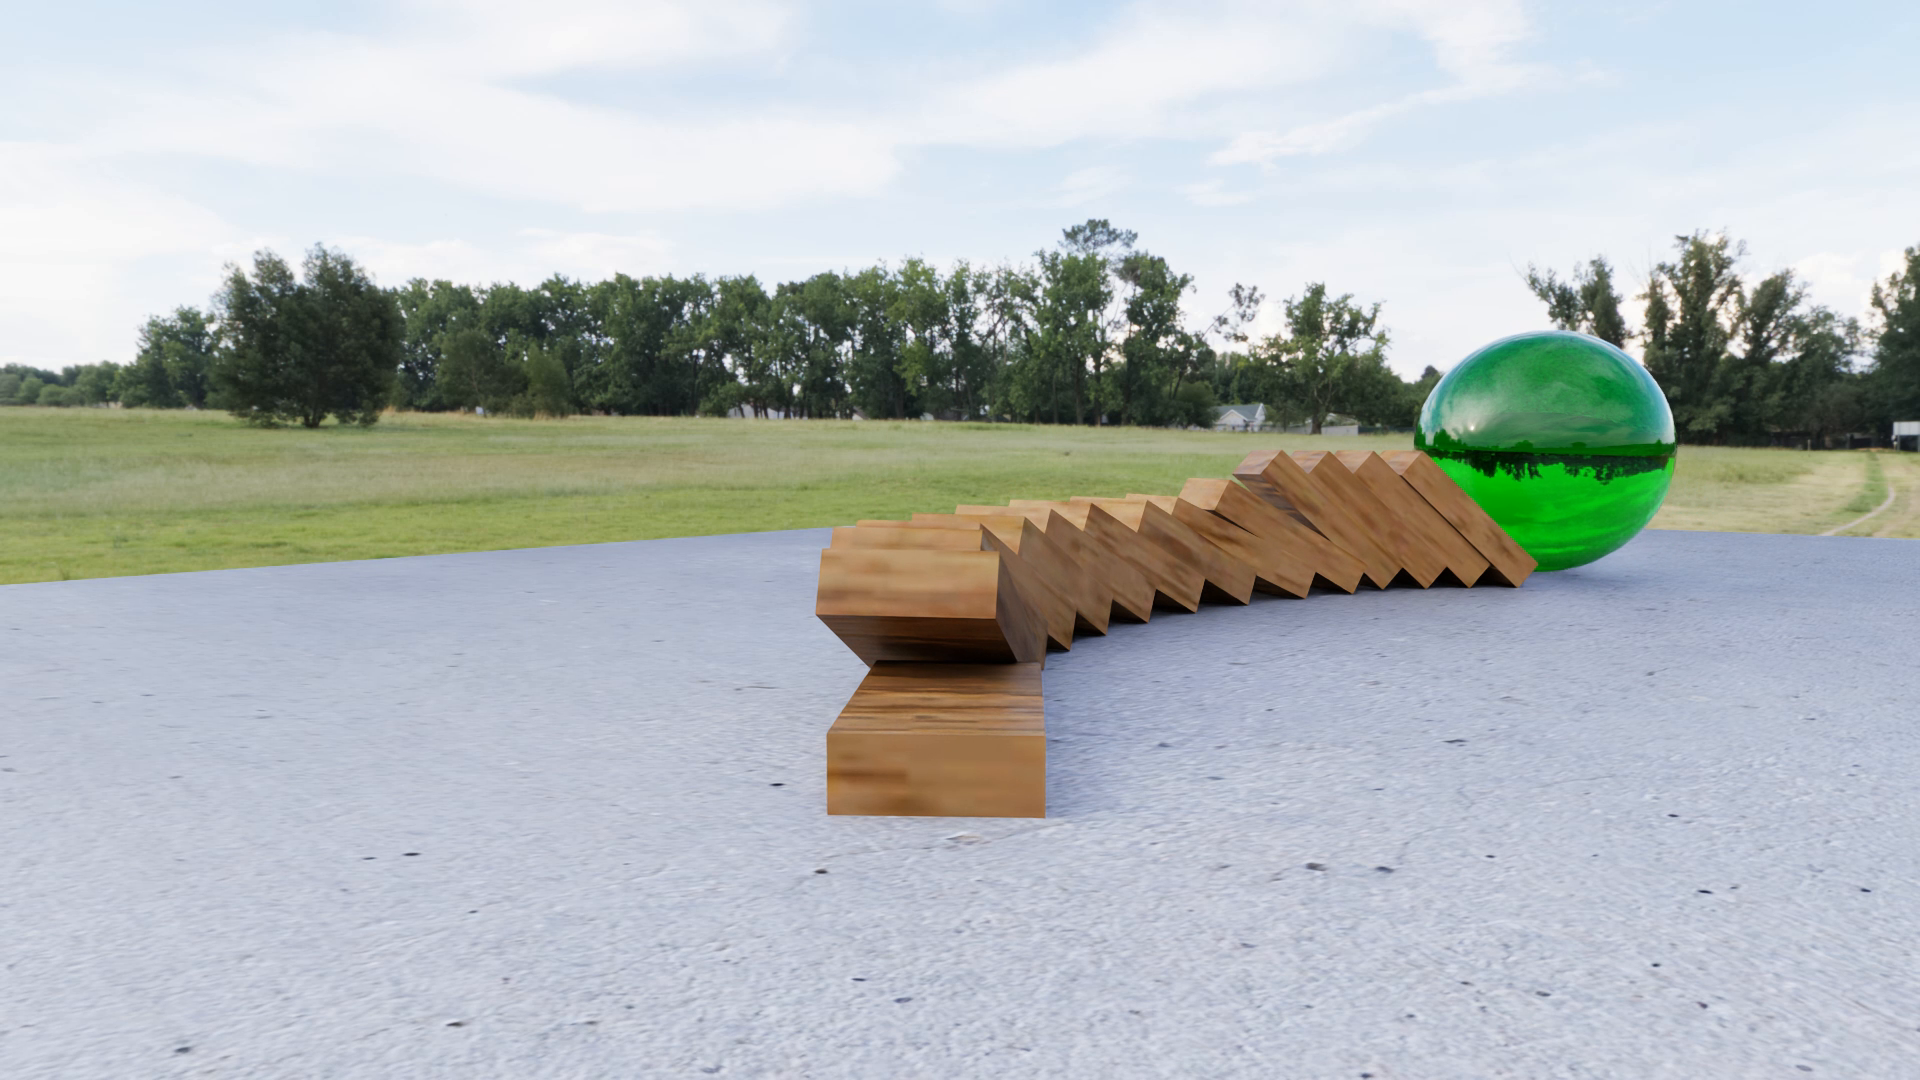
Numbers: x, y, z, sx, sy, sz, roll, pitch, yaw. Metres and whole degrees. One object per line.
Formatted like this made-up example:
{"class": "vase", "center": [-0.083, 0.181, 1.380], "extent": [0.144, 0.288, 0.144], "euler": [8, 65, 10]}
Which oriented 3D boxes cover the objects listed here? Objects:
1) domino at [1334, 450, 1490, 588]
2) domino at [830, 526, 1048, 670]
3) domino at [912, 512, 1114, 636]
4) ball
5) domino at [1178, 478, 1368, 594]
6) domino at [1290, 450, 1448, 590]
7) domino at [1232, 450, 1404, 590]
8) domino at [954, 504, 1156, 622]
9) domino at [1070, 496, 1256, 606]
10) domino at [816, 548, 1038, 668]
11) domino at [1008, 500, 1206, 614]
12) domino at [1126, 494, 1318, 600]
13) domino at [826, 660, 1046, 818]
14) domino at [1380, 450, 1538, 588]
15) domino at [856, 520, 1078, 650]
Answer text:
{"class": "domino", "center": [0.133, -0.007, 0.387], "extent": [0.050, 0.010, 0.025], "euler": [42, -2, -8]}
{"class": "domino", "center": [-0.002, 0.011, 0.224], "extent": [0.025, 0.010, 0.050], "euler": [1, -20, 17]}
{"class": "domino", "center": [0.012, 0.008, 0.272], "extent": [0.025, 0.009, 0.050], "euler": [2, -19, 28]}
{"class": "ball", "center": [0.193, -0.029, 0.426], "extent": [0.080, 0.080, 0.080], "euler": [0, 4, 0]}
{"class": "domino", "center": [0.089, -0.001, 0.367], "extent": [0.050, 0.010, 0.025], "euler": [29, -5, -16]}
{"class": "domino", "center": [0.120, -0.006, 0.384], "extent": [0.050, 0.009, 0.025], "euler": [42, -2, -8]}
{"class": "domino", "center": [0.105, -0.006, 0.380], "extent": [0.050, 0.009, 0.025], "euler": [42, -2, -7]}
{"class": "domino", "center": [0.022, 0.006, 0.295], "extent": [0.025, 0.010, 0.050], "euler": [3, -19, 38]}
{"class": "domino", "center": [0.052, 0.003, 0.333], "extent": [0.050, 0.009, 0.025], "euler": [28, -15, -40]}
{"class": "domino", "center": [-0.003, 0.014, 0.199], "extent": [0.025, 0.010, 0.050], "euler": [1, -18, 10]}
{"class": "domino", "center": [0.036, 0.004, 0.316], "extent": [0.025, 0.009, 0.050], "euler": [4, -18, 45]}
{"class": "domino", "center": [0.070, 0.002, 0.353], "extent": [0.050, 0.010, 0.025], "euler": [24, -6, -24]}
{"class": "domino", "center": [-0.002, 0.025, 0.171], "extent": [0.025, 0.010, 0.050], "euler": [0, 4, 3]}
{"class": "domino", "center": [0.148, -0.007, 0.387], "extent": [0.050, 0.010, 0.025], "euler": [42, -2, -8]}
{"class": "domino", "center": [0.002, 0.010, 0.249], "extent": [0.025, 0.009, 0.050], "euler": [2, -19, 27]}
